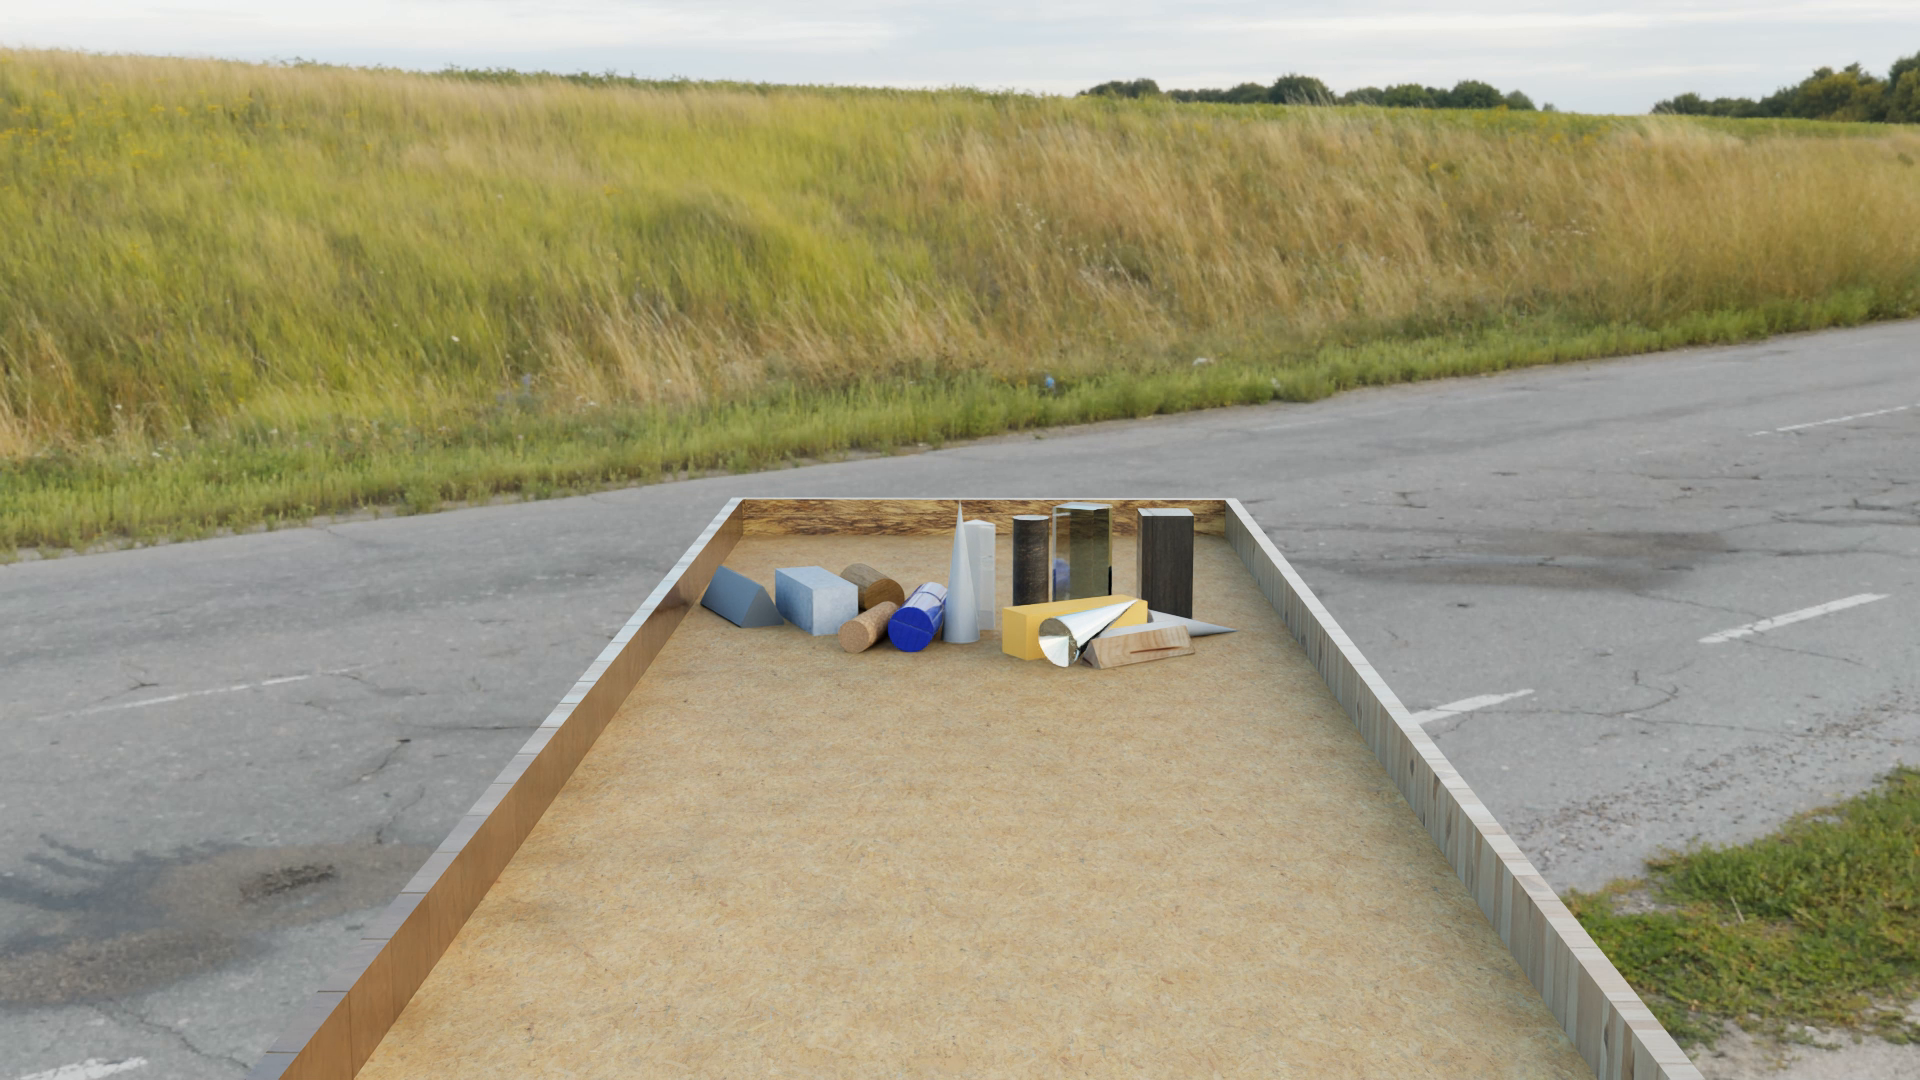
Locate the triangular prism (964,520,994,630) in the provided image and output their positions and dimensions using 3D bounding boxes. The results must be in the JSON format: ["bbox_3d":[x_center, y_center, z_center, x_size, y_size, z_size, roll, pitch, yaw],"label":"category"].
[{"bbox_3d":[0.054,0.113,7.187,0.118,0.348,0.102,0,9,0],"label":"triangular prism"}]

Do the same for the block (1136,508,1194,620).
[{"bbox_3d":[0.670,0.095,7.201,0.167,0.378,0.167,0,9,-1],"label":"block"}]

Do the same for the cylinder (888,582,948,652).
[{"bbox_3d":[-0.123,0.243,7.022,0.142,0.142,0.445,1,9,8],"label":"cylinder"}]

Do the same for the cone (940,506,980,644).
[{"bbox_3d":[0.001,0.094,6.968,0.128,0.449,0.128,0,11,0],"label":"cone"}]

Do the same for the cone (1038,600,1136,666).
[{"bbox_3d":[0.423,0.246,6.707,0.156,0.156,0.374,9,25,45],"label":"cone"}]

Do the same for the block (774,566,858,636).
[{"bbox_3d":[-0.478,0.198,7.275,0.152,0.152,0.420,-4,10,-21],"label":"block"}]

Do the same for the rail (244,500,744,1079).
[{"bbox_3d":[-1.004,0.839,3.234,0.050,0.150,12.000,0,9,1],"label":"rail"}]

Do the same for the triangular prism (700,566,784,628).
[{"bbox_3d":[-0.737,0.184,7.406,0.153,0.132,0.449,-4,10,-23],"label":"triangular prism"}]

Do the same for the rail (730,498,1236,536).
[{"bbox_3d":[0.099,-0.098,9.147,2.100,0.150,0.050,0,9,1],"label":"rail"}]

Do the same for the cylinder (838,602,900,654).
[{"bbox_3d":[-0.280,0.274,6.951,0.103,0.103,0.336,3,9,16],"label":"cylinder"}]

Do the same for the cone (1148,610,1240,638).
[{"bbox_3d":[0.748,0.284,7.047,0.387,0.109,0.109,4,6,-30],"label":"cone"}]

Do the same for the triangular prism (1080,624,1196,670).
[{"bbox_3d":[0.544,0.321,6.700,0.383,0.083,0.096,-7,11,-37],"label":"triangular prism"}]

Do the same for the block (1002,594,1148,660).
[{"bbox_3d":[0.360,0.270,6.861,0.449,0.139,0.139,-5,10,-30],"label":"block"}]

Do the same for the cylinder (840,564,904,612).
[{"bbox_3d":[-0.302,0.174,7.461,0.141,0.141,0.324,-3,9,-18],"label":"cylinder"}]

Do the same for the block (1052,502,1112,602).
[{"bbox_3d":[0.398,0.089,7.158,0.145,0.404,0.145,5,10,28],"label":"block"}]

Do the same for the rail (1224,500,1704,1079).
[{"bbox_3d":[1.046,0.843,3.208,0.050,0.150,12.000,0,9,1],"label":"rail"}]

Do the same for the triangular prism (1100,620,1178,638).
[{"bbox_3d":[0.548,0.303,6.827,0.316,0.080,0.093,-6,11,-35],"label":"triangular prism"}]

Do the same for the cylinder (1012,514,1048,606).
[{"bbox_3d":[0.223,0.126,6.937,0.114,0.399,0.114,0,9,0],"label":"cylinder"}]
